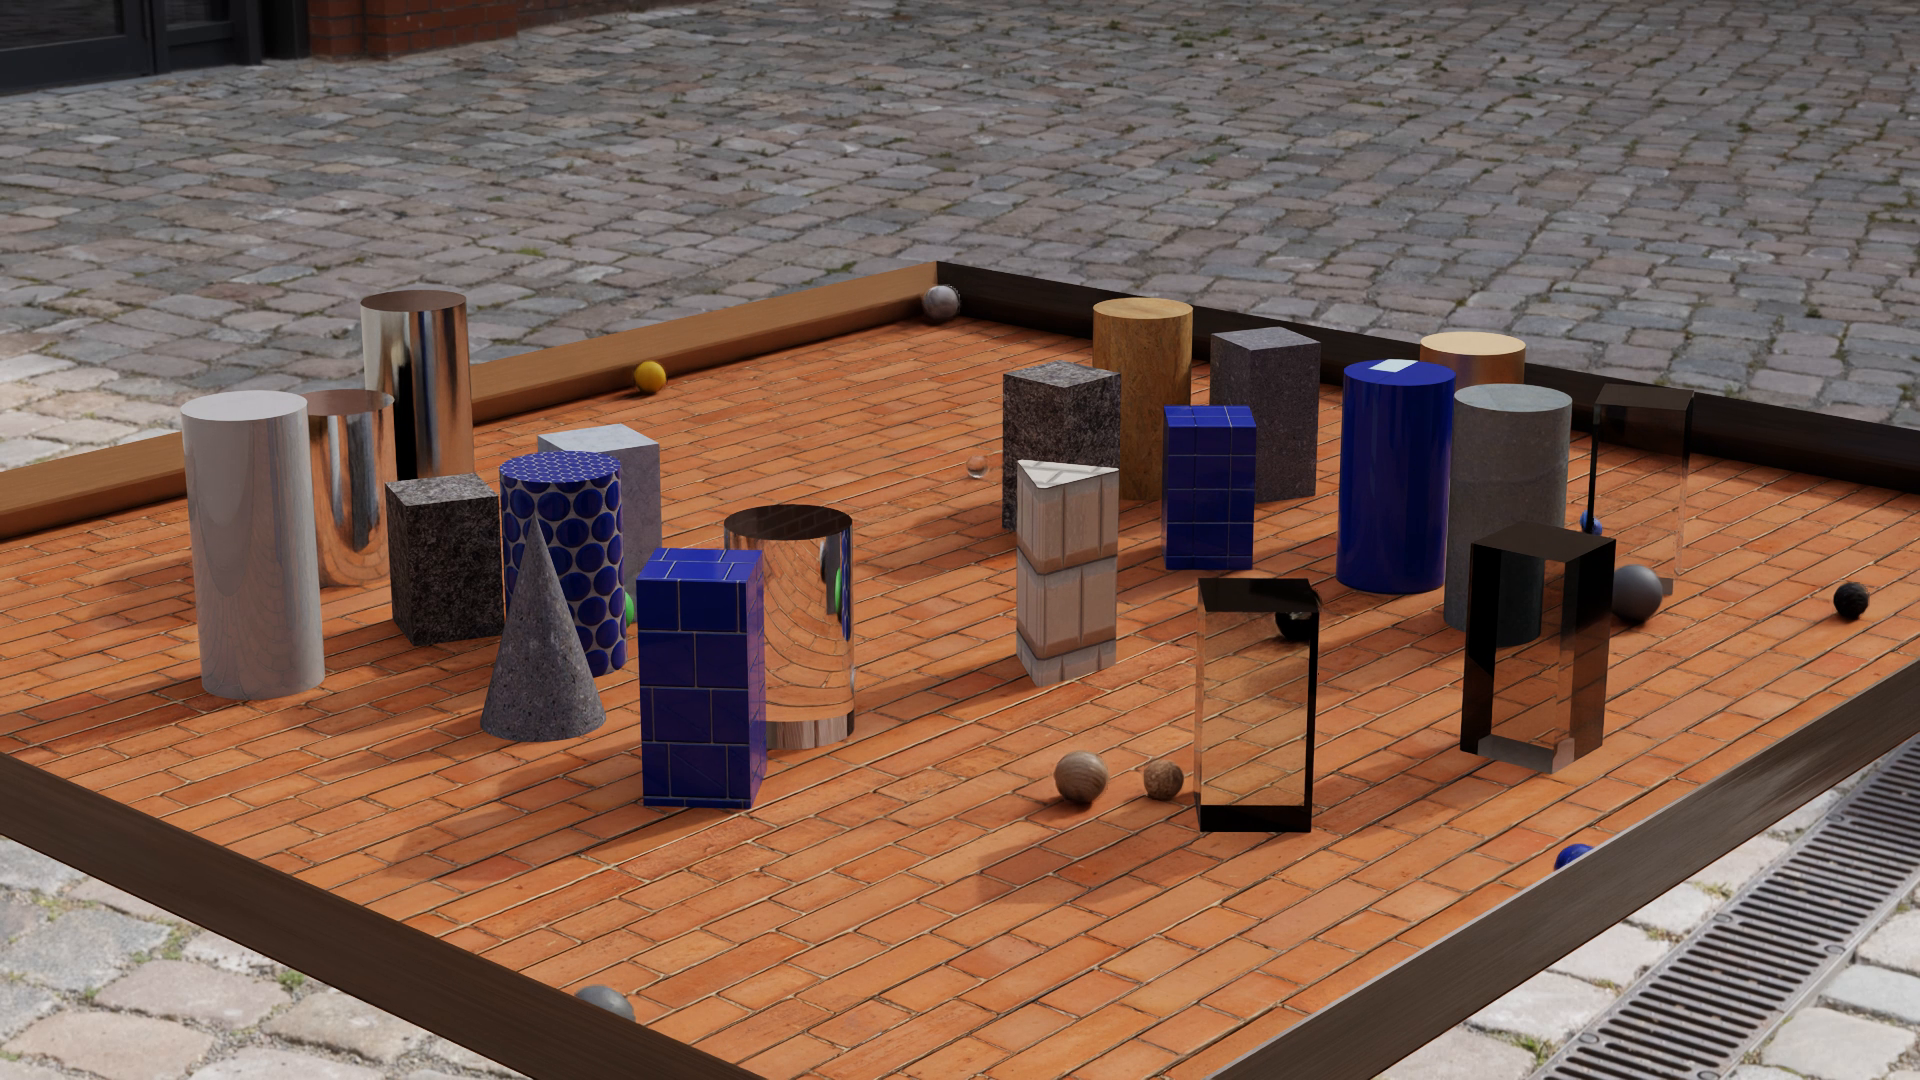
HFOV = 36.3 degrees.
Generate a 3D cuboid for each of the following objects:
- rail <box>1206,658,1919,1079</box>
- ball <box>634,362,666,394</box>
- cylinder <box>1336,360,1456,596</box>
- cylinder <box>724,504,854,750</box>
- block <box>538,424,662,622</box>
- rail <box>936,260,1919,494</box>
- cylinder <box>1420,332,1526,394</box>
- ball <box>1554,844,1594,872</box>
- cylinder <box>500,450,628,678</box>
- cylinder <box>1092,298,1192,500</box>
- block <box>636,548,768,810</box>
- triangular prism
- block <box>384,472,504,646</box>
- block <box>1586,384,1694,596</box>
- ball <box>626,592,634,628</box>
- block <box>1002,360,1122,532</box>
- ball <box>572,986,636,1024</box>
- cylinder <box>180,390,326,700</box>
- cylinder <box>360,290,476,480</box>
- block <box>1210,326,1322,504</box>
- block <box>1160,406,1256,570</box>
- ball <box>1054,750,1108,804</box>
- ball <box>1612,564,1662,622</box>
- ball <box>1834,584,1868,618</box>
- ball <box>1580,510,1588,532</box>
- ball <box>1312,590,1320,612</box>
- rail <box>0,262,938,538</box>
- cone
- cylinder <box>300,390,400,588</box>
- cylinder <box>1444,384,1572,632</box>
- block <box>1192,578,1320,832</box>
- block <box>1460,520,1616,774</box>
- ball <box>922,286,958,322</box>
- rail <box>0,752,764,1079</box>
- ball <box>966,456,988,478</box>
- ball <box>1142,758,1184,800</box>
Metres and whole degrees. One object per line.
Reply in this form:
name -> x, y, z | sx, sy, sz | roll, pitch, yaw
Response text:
rail -> 1.161, 0.323, 4.156 | 0.045, 0.126, 3.415 | 14, 22, 39
ball -> -0.690, -0.361, 6.519 | 0.071, 0.071, 0.071 | 0, 17, 0
cylinder -> 0.766, -0.112, 5.164 | 0.194, 0.377, 0.194 | 0, 17, 0
cylinder -> -0.258, 0.130, 4.447 | 0.194, 0.328, 0.194 | 0, 17, 0
block -> -0.611, -0.023, 4.993 | 0.155, 0.307, 0.155 | -10, 19, -29
rail -> 1.104, -0.336, 6.338 | 3.122, 0.126, 0.045 | 14, 22, 39
cylinder -> 0.956, -0.201, 5.511 | 0.194, 0.347, 0.194 | 0, 17, 0
ball -> 0.821, 0.436, 3.887 | 0.066, 0.066, 0.066 | 0, 17, 0
cylinder -> -0.640, 0.040, 4.742 | 0.194, 0.330, 0.194 | 0, 17, 0
cylinder -> 0.355, -0.277, 5.740 | 0.194, 0.361, 0.194 | 0, 17, 0
block -> -0.368, 0.197, 4.207 | 0.155, 0.338, 0.155 | 1, 17, 5
triangular prism -> 0.143, 0.045, 4.728 | 0.168, 0.330, 0.145 | -14, 22, -39
block -> -0.865, 0.031, 4.923 | 0.155, 0.242, 0.155 | -7, 18, -22
block -> 1.196, -0.091, 5.171 | 0.155, 0.333, 0.155 | 6, 18, 18
ball -> -0.589, 0.119, 4.902 | 0.087, 0.087, 0.087 | 0, 17, 0
block -> 0.189, -0.165, 5.475 | 0.155, 0.299, 0.155 | 16, 23, 43
ball -> -0.423, 0.565, 3.422 | 0.088, 0.088, 0.088 | 0, 17, 0
cylinder -> -1.117, 0.007, 4.639 | 0.194, 0.453, 0.194 | 0, 17, 0
cylinder -> -1.007, -0.234, 5.468 | 0.194, 0.434, 0.194 | 0, 17, 0
block -> 0.592, -0.244, 5.724 | 0.155, 0.307, 0.155 | -8, 18, -24
block -> 0.448, -0.096, 5.304 | 0.155, 0.265, 0.155 | 0, 17, 0
ball -> 0.173, 0.338, 4.193 | 0.076, 0.076, 0.076 | 0, 17, 0
ball -> 1.144, 0.091, 4.978 | 0.097, 0.097, 0.097 | 0, 17, 0
ball -> 1.521, 0.103, 5.006 | 0.057, 0.057, 0.057 | 0, 17, 0
ball -> 1.182, -0.036, 5.478 | 0.050, 0.050, 0.050 | 0, 17, 0
ball -> 0.567, 0.113, 4.933 | 0.080, 0.080, 0.080 | 0, 17, 0
rail -> -1.161, -0.260, 6.085 | 0.045, 0.126, 3.415 | 14, 22, 39
cone -> -0.643, 0.116, 4.477 | 0.194, 0.338, 0.194 | 0, 17, 0
cylinder -> -1.096, -0.094, 5.218 | 0.194, 0.312, 0.194 | 0, 17, 0
cylinder -> 0.921, -0.050, 4.938 | 0.194, 0.390, 0.194 | 0, 17, 0
block -> 0.414, 0.231, 4.121 | 0.155, 0.323, 0.155 | 0, 17, 1
block -> 0.859, 0.157, 4.362 | 0.155, 0.325, 0.155 | 13, 21, 38
ball -> -0.048, -0.581, 7.217 | 0.090, 0.090, 0.090 | 0, 17, 0
rail -> -1.104, 0.399, 3.903 | 3.122, 0.126, 0.045 | 14, 22, 39
ball -> 0.035, -0.147, 5.858 | 0.044, 0.044, 0.044 | 0, 17, 0
ball -> 0.291, 0.343, 4.209 | 0.058, 0.058, 0.058 | 0, 17, 0
